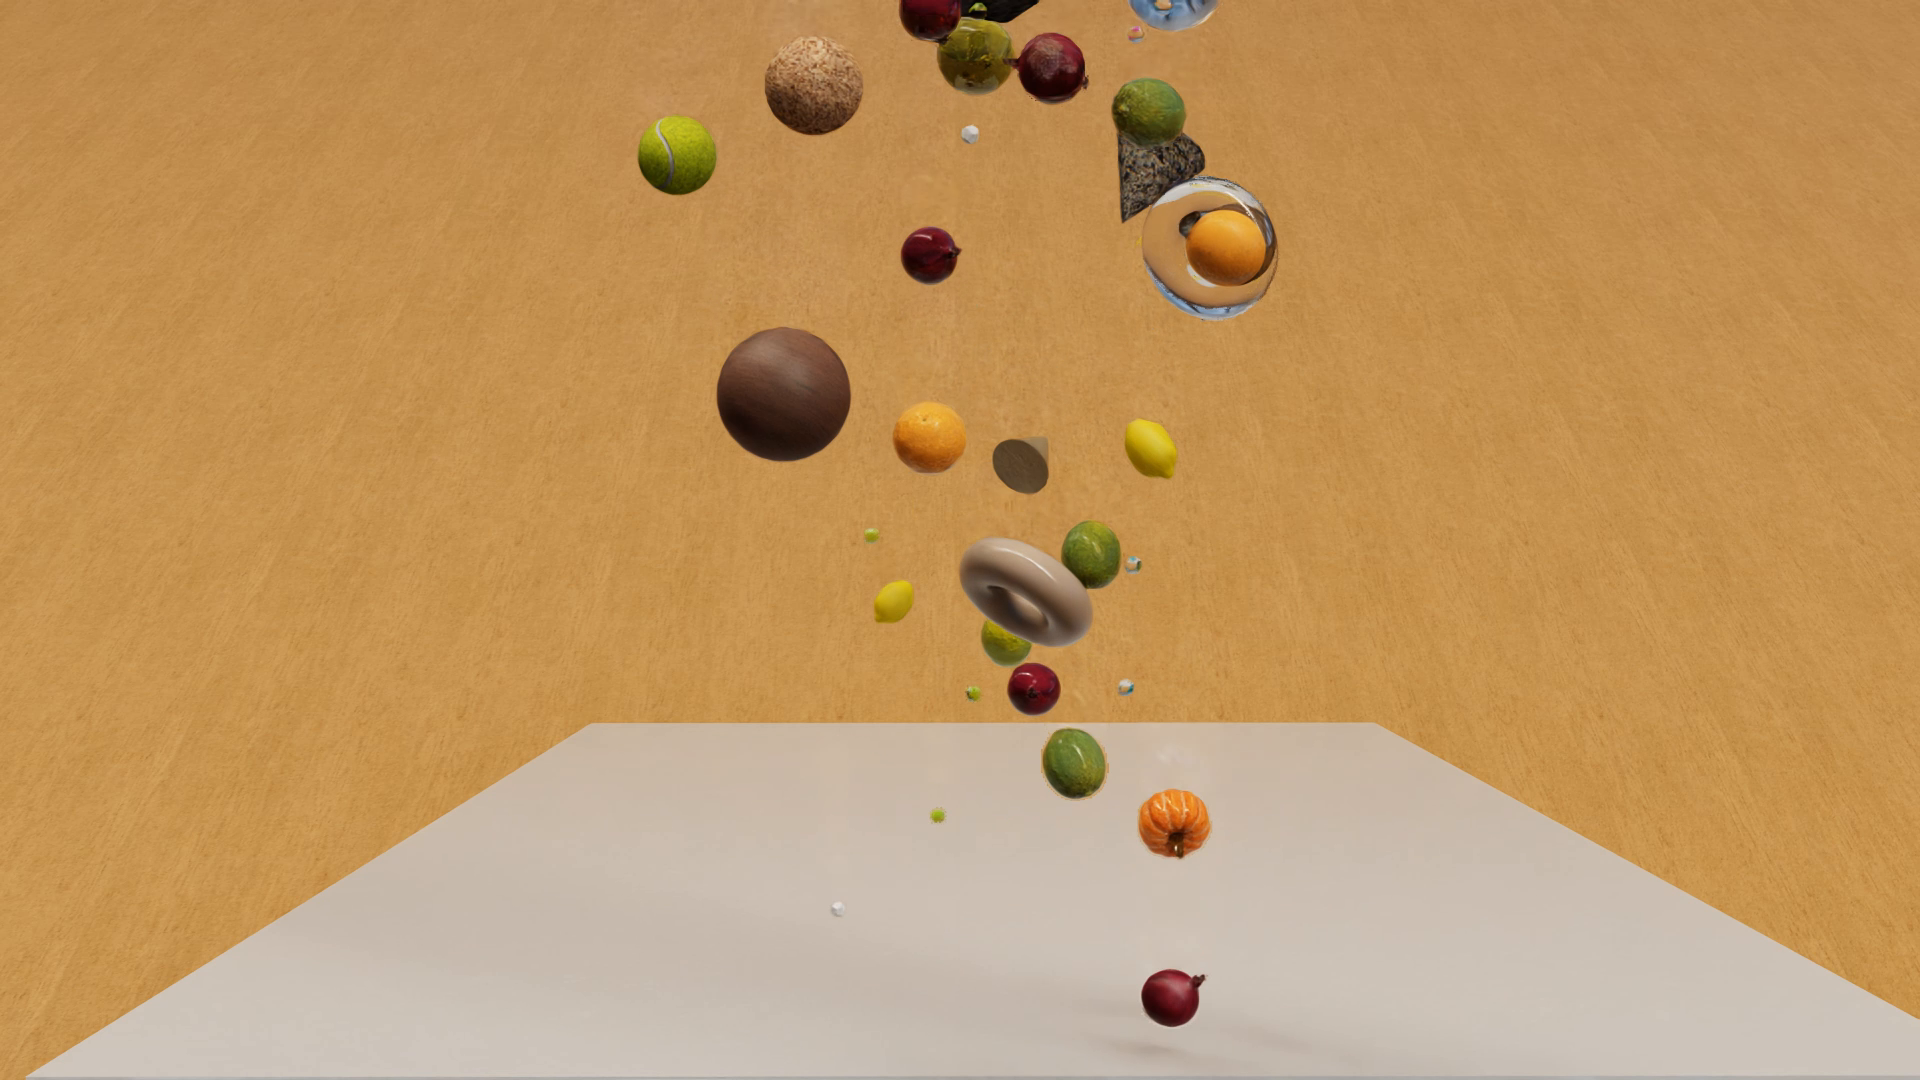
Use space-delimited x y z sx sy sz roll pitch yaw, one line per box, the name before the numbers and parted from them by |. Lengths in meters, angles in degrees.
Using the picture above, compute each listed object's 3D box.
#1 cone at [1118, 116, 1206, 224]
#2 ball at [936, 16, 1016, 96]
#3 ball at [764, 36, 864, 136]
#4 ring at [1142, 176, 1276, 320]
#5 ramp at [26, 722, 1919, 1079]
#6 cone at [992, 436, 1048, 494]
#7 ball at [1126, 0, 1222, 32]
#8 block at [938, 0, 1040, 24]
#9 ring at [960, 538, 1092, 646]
cone | 0.171 -0.335 2.437 0.092 0.092 0.092 16 69 29
ball | 0.016 -0.494 2.634 0.080 0.080 0.080 0 27 0
ball | -0.127 -0.396 2.251 0.086 0.086 0.086 0 27 0
ring | 0.228 -0.266 2.355 0.134 0.134 0.045 15 28 27
ramp | 0.061 0.552 4.589 2.000 0.100 4.000 0 1 0
cone | 0.080 -0.096 2.790 0.067 0.067 0.067 14 38 25
ball | 0.203 -0.532 2.449 0.099 0.099 0.099 0 27 0
block | 0.030 -0.559 2.508 0.079 0.079 0.079 2 -12 -32
ring | 0.066 0.053 2.587 0.148 0.148 0.049 18 63 31
